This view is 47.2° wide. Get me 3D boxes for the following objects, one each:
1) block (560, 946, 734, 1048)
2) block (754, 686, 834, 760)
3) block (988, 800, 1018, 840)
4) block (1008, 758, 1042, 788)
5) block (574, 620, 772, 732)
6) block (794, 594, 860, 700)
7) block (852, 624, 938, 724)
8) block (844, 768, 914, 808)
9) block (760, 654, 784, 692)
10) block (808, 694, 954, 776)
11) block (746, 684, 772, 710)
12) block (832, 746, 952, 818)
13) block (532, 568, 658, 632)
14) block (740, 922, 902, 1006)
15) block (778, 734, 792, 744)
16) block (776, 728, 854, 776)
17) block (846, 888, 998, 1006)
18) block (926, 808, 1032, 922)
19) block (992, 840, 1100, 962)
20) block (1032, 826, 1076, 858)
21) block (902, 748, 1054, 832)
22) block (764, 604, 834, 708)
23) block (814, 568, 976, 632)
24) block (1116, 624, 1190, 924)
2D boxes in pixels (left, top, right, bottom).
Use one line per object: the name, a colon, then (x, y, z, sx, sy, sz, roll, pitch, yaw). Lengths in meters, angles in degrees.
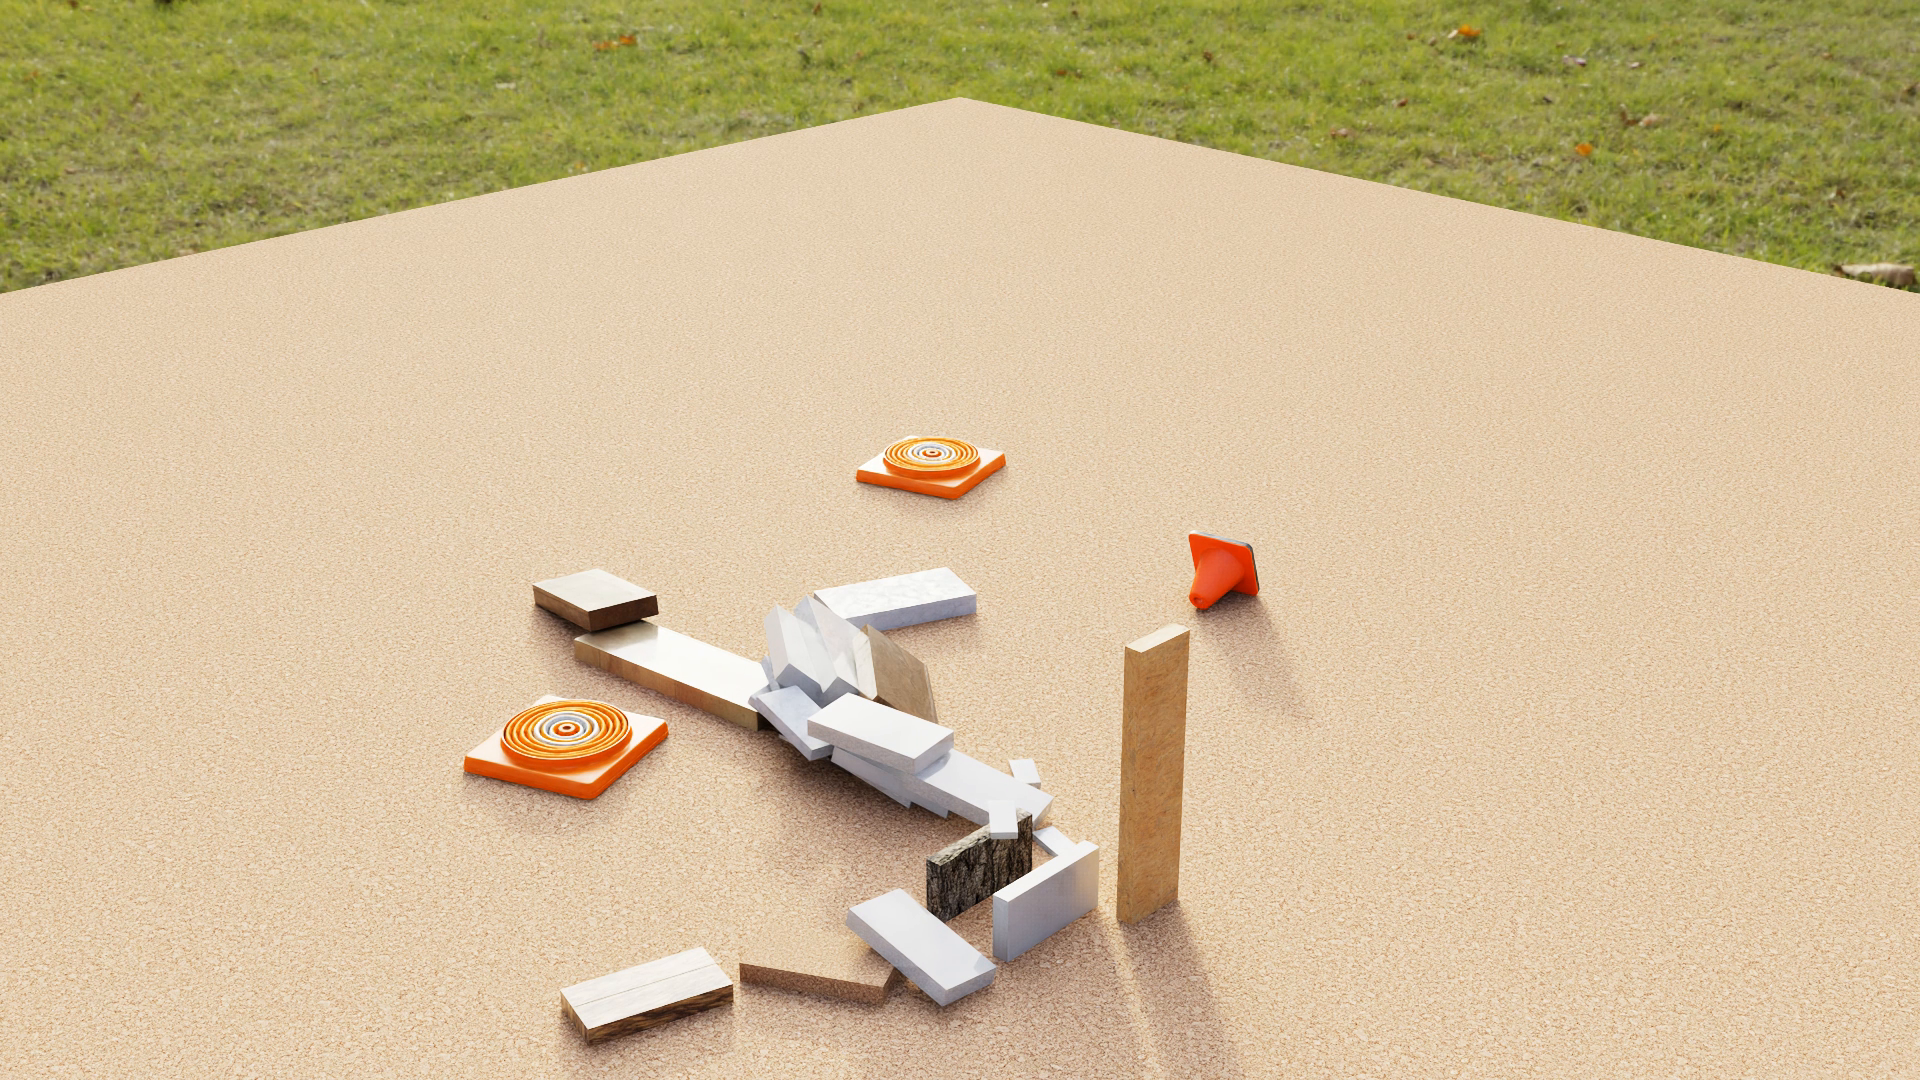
block: (-0.546, 0.795, 3.838, 0.268, 0.038, 0.134, -13, 26, -27)
block: (-0.331, 0.384, 4.629, 0.102, 0.029, 0.204, -14, 39, -38)
block: (0.081, 0.529, 4.166, 0.050, 0.014, 0.119, -1, 23, -2)
block: (0.135, 0.489, 4.590, 0.050, 0.014, 0.101, -3, 23, -8)
block: (-0.612, 0.297, 4.998, 0.582, 0.049, 0.174, 17, 29, 35)
block: (-0.257, 0.273, 4.922, 0.177, 0.050, 0.433, 35, 11, -24)
block: (-0.140, 0.323, 4.804, 0.177, 0.050, 0.355, 36, 15, -19)
block: (-0.153, 0.473, 4.546, 0.204, 0.029, 0.102, 29, 34, 24)
block: (-0.384, 0.311, 4.824, 0.079, 0.022, 0.158, 25, 15, -26)
block: (-0.163, 0.395, 4.498, 0.273, 0.039, 0.136, 17, 30, 31)
block: (-0.375, 0.376, 4.765, 0.158, 0.022, 0.079, 36, 35, 16)
block: (-0.111, 0.465, 4.510, 0.273, 0.039, 0.136, 24, 32, 18)
block: (-0.879, 0.142, 5.288, 0.174, 0.049, 0.348, -14, 17, -30)
block: (-0.244, 0.756, 3.930, 0.268, 0.038, 0.134, 6, 24, 15)
block: (-0.297, 0.427, 4.678, 0.158, 0.022, 0.079, 24, 32, 19)
block: (-0.277, 0.420, 4.646, 0.204, 0.029, 0.102, 28, 33, 24)
block: (-0.071, 0.724, 3.926, 0.128, 0.036, 0.257, -14, 38, -44)
block: (0.038, 0.614, 4.150, 0.036, 0.128, 0.256, 20, 30, 39)
block: (0.159, 0.662, 4.037, 0.036, 0.128, 0.256, 20, 30, 39)
block: (0.188, 0.598, 4.333, 0.050, 0.014, 0.101, -13, 26, -28)
block: (0.036, 0.507, 4.422, 0.273, 0.039, 0.136, 24, 32, 17)
block: (-0.342, 0.272, 4.904, 0.174, 0.049, 0.348, 36, 10, -19)
block: (-0.158, 0.150, 5.342, 0.355, 0.050, 0.177, -10, 25, -22)
block: (0.352, 0.432, 4.024, 0.038, 0.561, 0.134, 21, 31, 41)
